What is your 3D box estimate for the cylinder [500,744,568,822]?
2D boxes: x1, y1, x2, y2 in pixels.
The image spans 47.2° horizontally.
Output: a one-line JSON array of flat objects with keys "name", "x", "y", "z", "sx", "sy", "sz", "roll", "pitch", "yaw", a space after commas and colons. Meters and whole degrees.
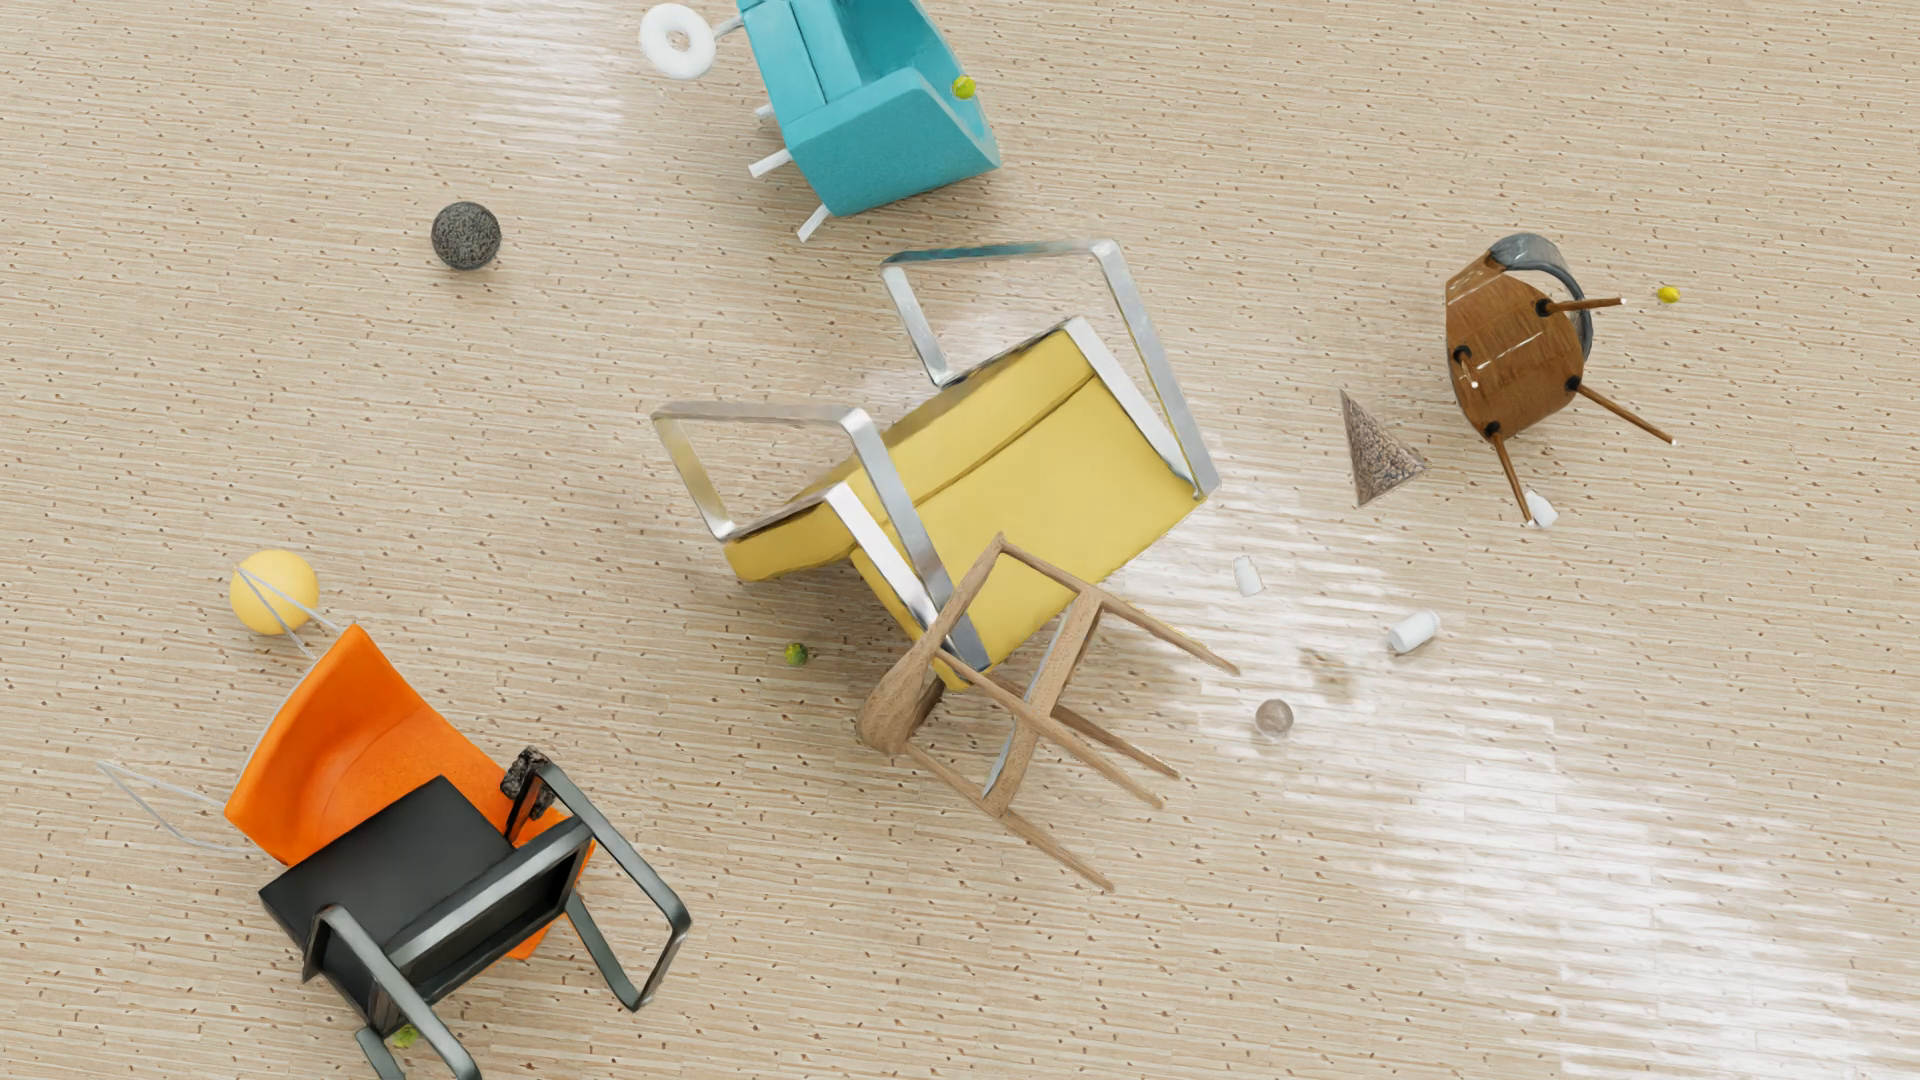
[{"name": "cylinder", "x": -1.144, "y": 0.650, "z": 5.892, "sx": 0.130, "sy": 0.170, "sz": 0.076, "roll": 41, "pitch": 23, "yaw": 11}]

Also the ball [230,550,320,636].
[{"name": "ball", "x": -1.972, "y": 0.150, "z": 6.324, "sx": 0.248, "sy": 0.248, "sz": 0.248, "roll": 0, "pitch": 56, "yaw": 0}]

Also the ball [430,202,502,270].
[{"name": "ball", "x": -1.594, "y": -0.981, "z": 7.098, "sx": 0.223, "sy": 0.223, "sz": 0.223, "roll": 0, "pitch": 56, "yaw": 0}]

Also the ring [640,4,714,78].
[{"name": "ring", "x": -0.894, "y": -1.582, "z": 6.968, "sx": 0.258, "sy": 0.067, "sz": 0.256, "roll": 15, "pitch": 66, "yaw": -28}]

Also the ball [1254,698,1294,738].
[{"name": "ball", "x": 0.883, "y": 0.499, "z": 6.173, "sx": 0.109, "sy": 0.109, "sz": 0.109, "roll": 0, "pitch": 56, "yaw": 0}]

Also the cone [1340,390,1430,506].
[{"name": "cone", "x": 1.118, "y": -0.282, "z": 6.044, "sx": 0.130, "sy": 0.264, "sz": 0.311, "roll": -22, "pitch": 82, "yaw": -40}]
